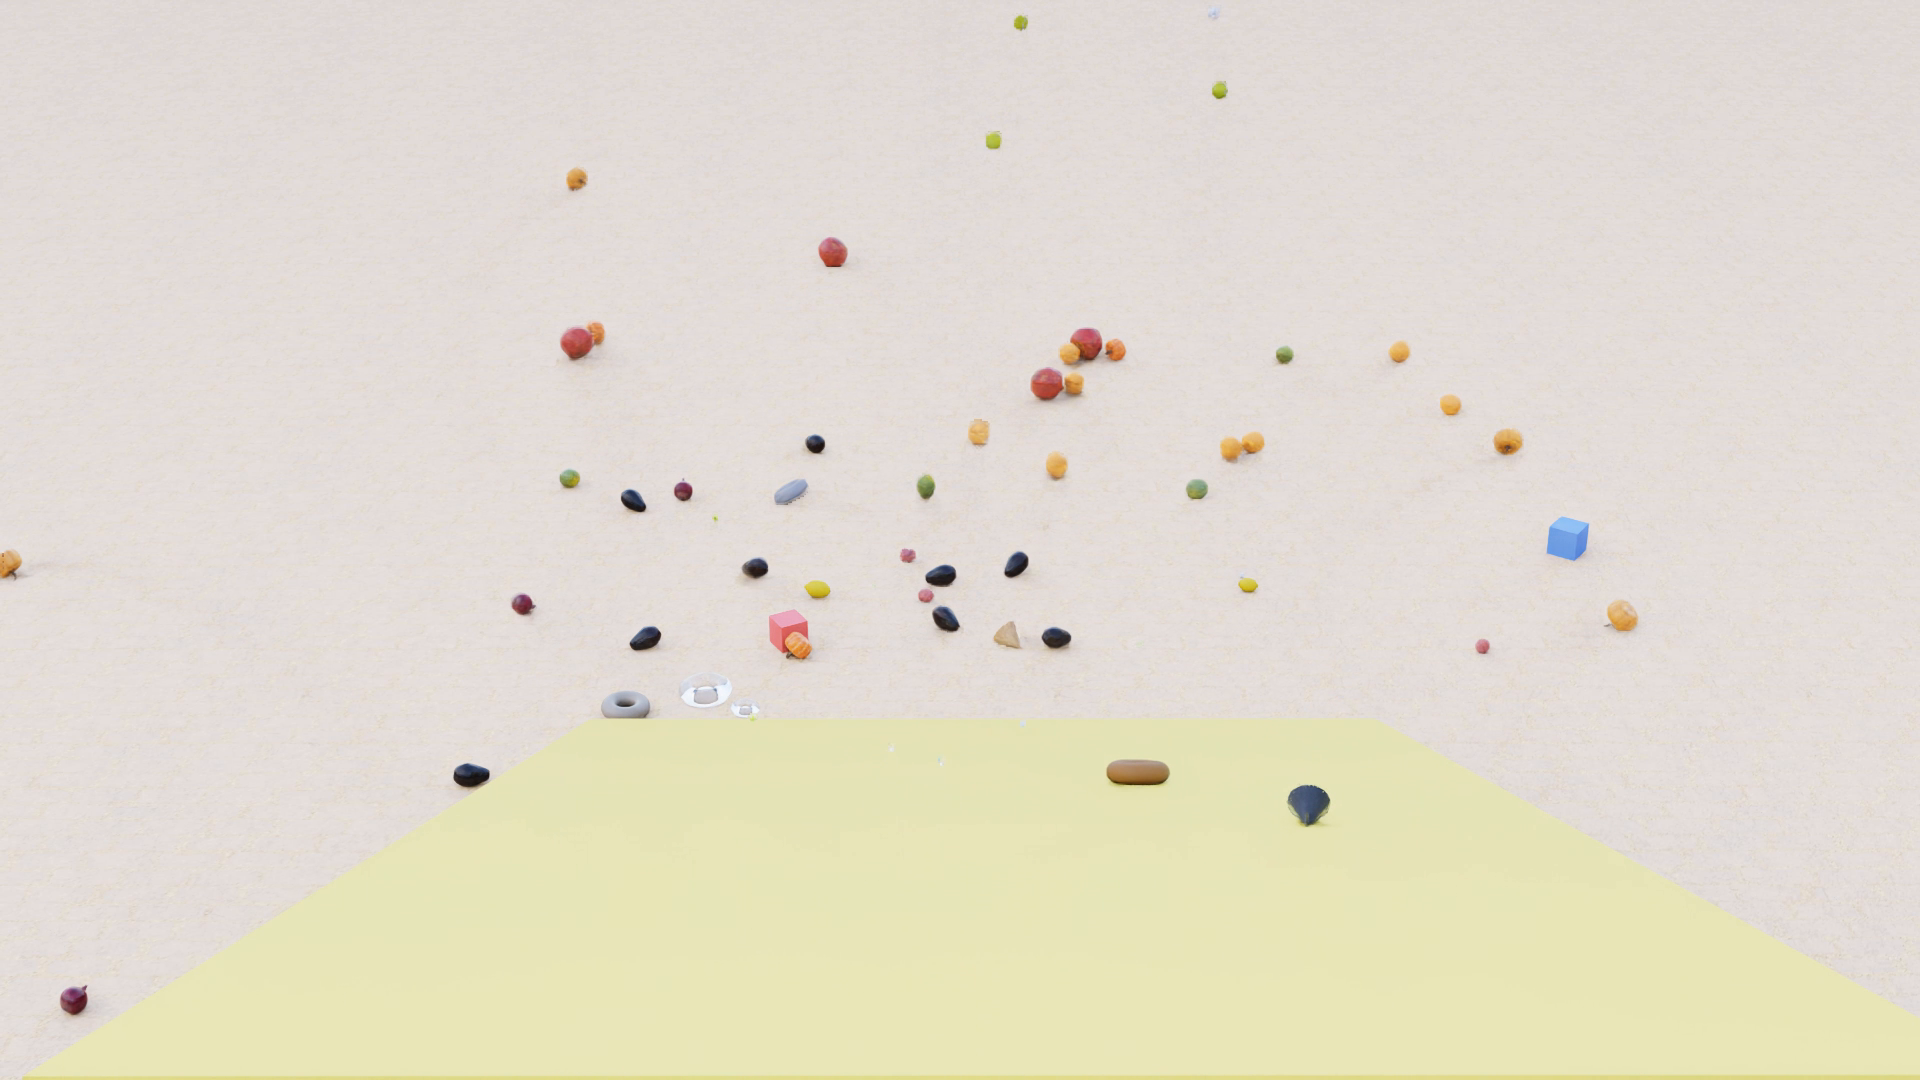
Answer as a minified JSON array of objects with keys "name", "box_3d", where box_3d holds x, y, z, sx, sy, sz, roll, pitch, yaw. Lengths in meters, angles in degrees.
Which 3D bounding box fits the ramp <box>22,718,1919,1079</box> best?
[{"name":"ramp","box_3d":[0.060,0.545,4.581,2.000,0.100,4.000,0,1,0]}]

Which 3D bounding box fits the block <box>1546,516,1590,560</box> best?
[{"name":"block","box_3d":[1.790,-0.005,7.599,0.088,0.088,0.088,17,31,31]}]

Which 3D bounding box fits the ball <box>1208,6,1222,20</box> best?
[{"name":"ball","box_3d":[1.265,-2.620,12.828,0.066,0.066,0.066,0,27,0]}]

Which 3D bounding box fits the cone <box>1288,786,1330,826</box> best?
[{"name":"cone","box_3d":[0.607,0.480,4.506,0.076,0.076,0.076,5,25,9]}]

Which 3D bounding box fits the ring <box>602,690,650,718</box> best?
[{"name":"ring","box_3d":[-0.877,0.438,6.768,0.129,0.043,0.129,1,27,-1]}]

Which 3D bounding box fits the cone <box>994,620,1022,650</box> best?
[{"name":"cone","box_3d":[0.146,0.275,7.102,0.075,0.075,0.075,-26,63,-41]}]

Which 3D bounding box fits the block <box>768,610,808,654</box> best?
[{"name":"block","box_3d":[-0.471,0.250,7.100,0.080,0.080,0.080,-14,30,-26]}]

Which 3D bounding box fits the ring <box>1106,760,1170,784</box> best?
[{"name":"ring","box_3d":[0.355,0.463,5.149,0.128,0.043,0.128,1,0,0]}]

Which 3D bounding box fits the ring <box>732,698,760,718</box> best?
[{"name":"ring","box_3d":[-0.563,0.441,6.781,0.076,0.025,0.076,1,26,0]}]

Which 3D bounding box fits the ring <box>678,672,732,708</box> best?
[{"name":"ring","box_3d":[-0.676,0.397,6.845,0.143,0.048,0.143,-1,27,1]}]

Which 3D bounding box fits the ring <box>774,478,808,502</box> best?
[{"name":"ring","box_3d":[-0.519,-0.151,7.904,0.114,0.038,0.114,-27,13,7]}]
